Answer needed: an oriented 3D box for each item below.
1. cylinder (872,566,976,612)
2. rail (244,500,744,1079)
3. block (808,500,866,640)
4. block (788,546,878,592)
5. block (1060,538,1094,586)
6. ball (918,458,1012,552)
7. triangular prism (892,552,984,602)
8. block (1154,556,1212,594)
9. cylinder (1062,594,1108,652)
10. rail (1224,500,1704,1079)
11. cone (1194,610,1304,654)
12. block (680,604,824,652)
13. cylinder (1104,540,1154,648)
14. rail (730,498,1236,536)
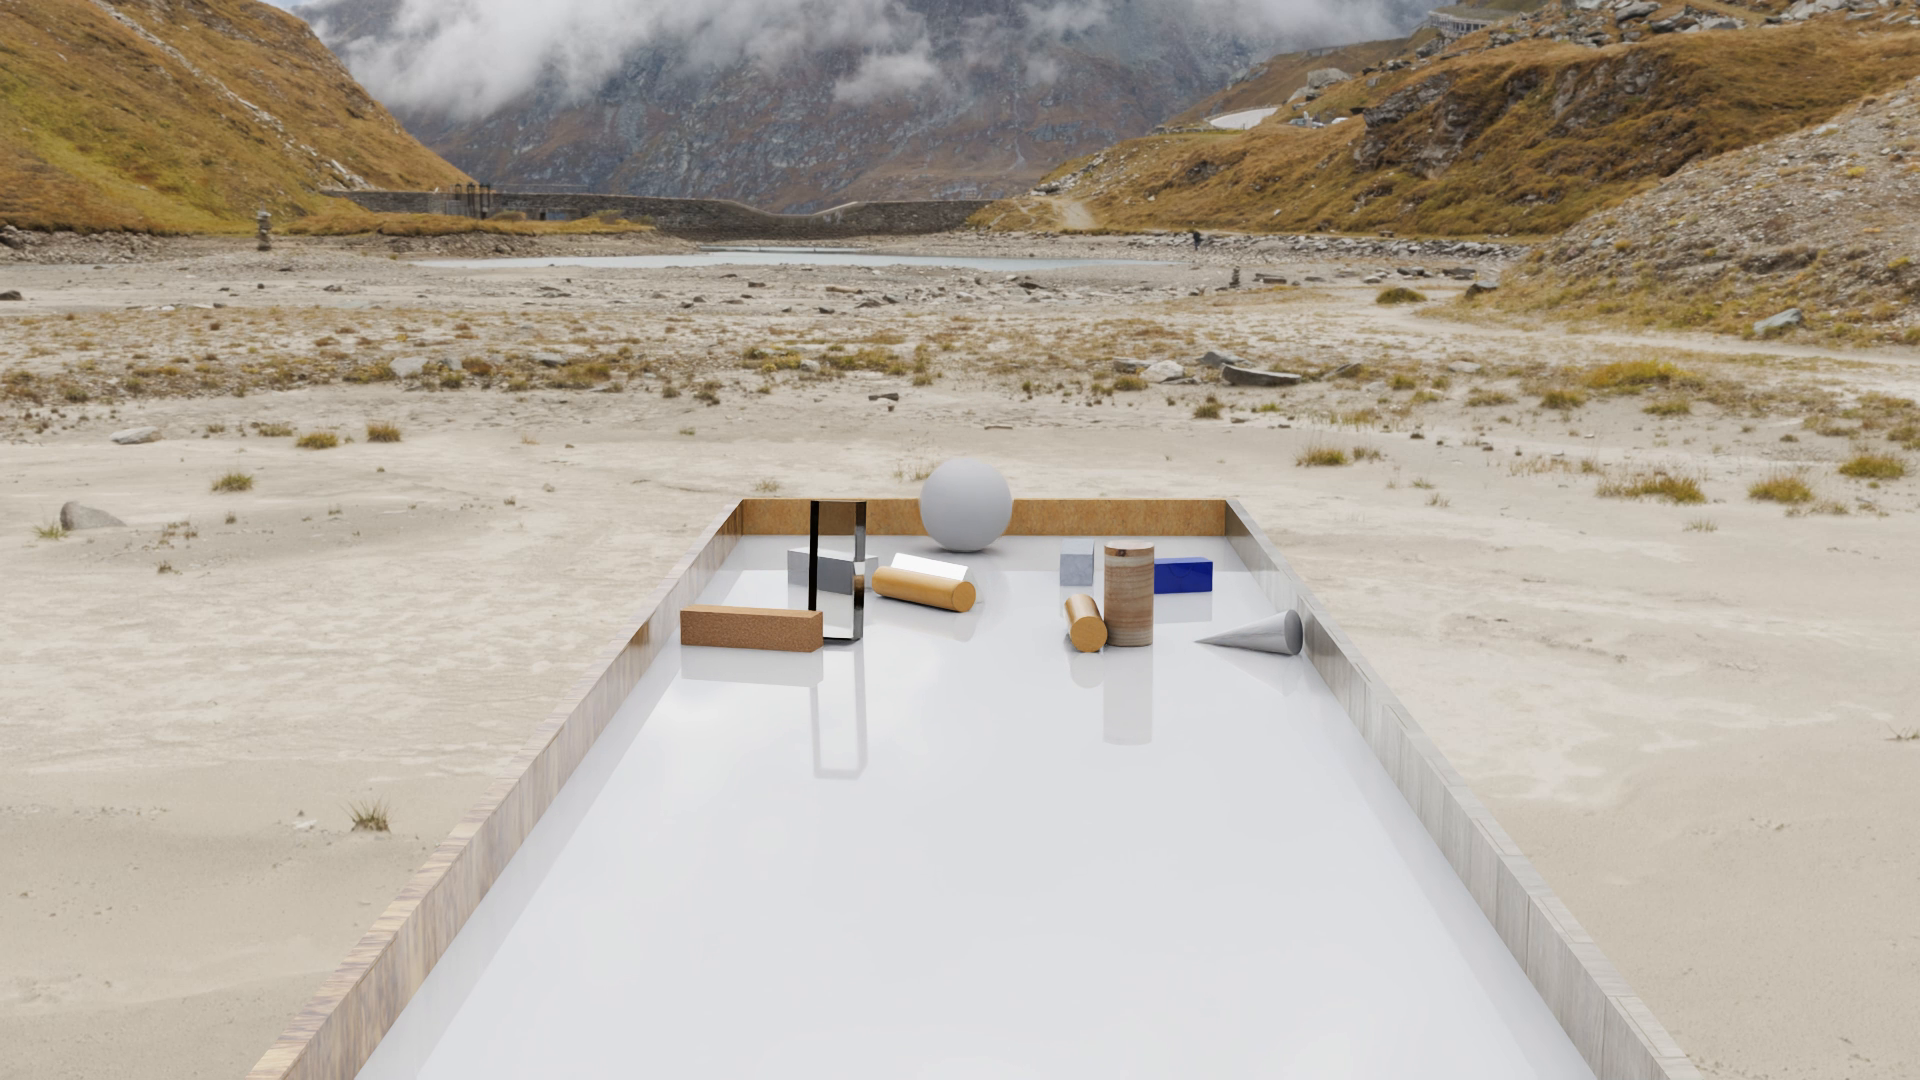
[{"bbox_3d":[-0.128,0.168,7.613,0.106,0.106,0.424,-8,12,-42],"label":"cylinder"},{"bbox_3d":[-1.004,0.839,3.234,0.050,0.150,12.000,0,9,1],"label":"rail"},{"bbox_3d":[-0.390,0.094,6.979,0.144,0.436,0.144,2,2,12],"label":"block"},{"bbox_3d":[-0.460,0.108,7.936,0.345,0.122,0.122,8,12,42],"label":"block"},{"bbox_3d":[0.434,0.081,8.127,0.117,0.117,0.358,1,9,4],"label":"block"},{"bbox_3d":[0.022,-0.141,8.717,0.370,0.370,0.370,0,9,0],"label":"ball"},{"bbox_3d":[-0.097,0.132,7.746,0.149,0.129,0.386,-8,12,-40],"label":"triangular prism"},{"bbox_3d":[0.711,0.129,7.851,0.365,0.108,0.108,-2,9,-13],"label":"block"},{"bbox_3d":[0.396,0.262,6.994,0.114,0.114,0.389,0,9,-1],"label":"cylinder"},{"bbox_3d":[1.046,0.843,3.208,0.050,0.150,12.000,0,9,1],"label":"rail"},{"bbox_3d":[0.881,0.303,6.877,0.355,0.141,0.141,-8,4,33],"label":"cone"},{"bbox_3d":[-0.655,0.277,6.912,0.436,0.110,0.110,3,9,16],"label":"block"},{"bbox_3d":[0.532,0.168,6.934,0.158,0.313,0.158,0,11,0],"label":"cylinder"},{"bbox_3d":[0.099,-0.098,9.147,2.100,0.150,0.050,0,9,1],"label":"rail"}]
